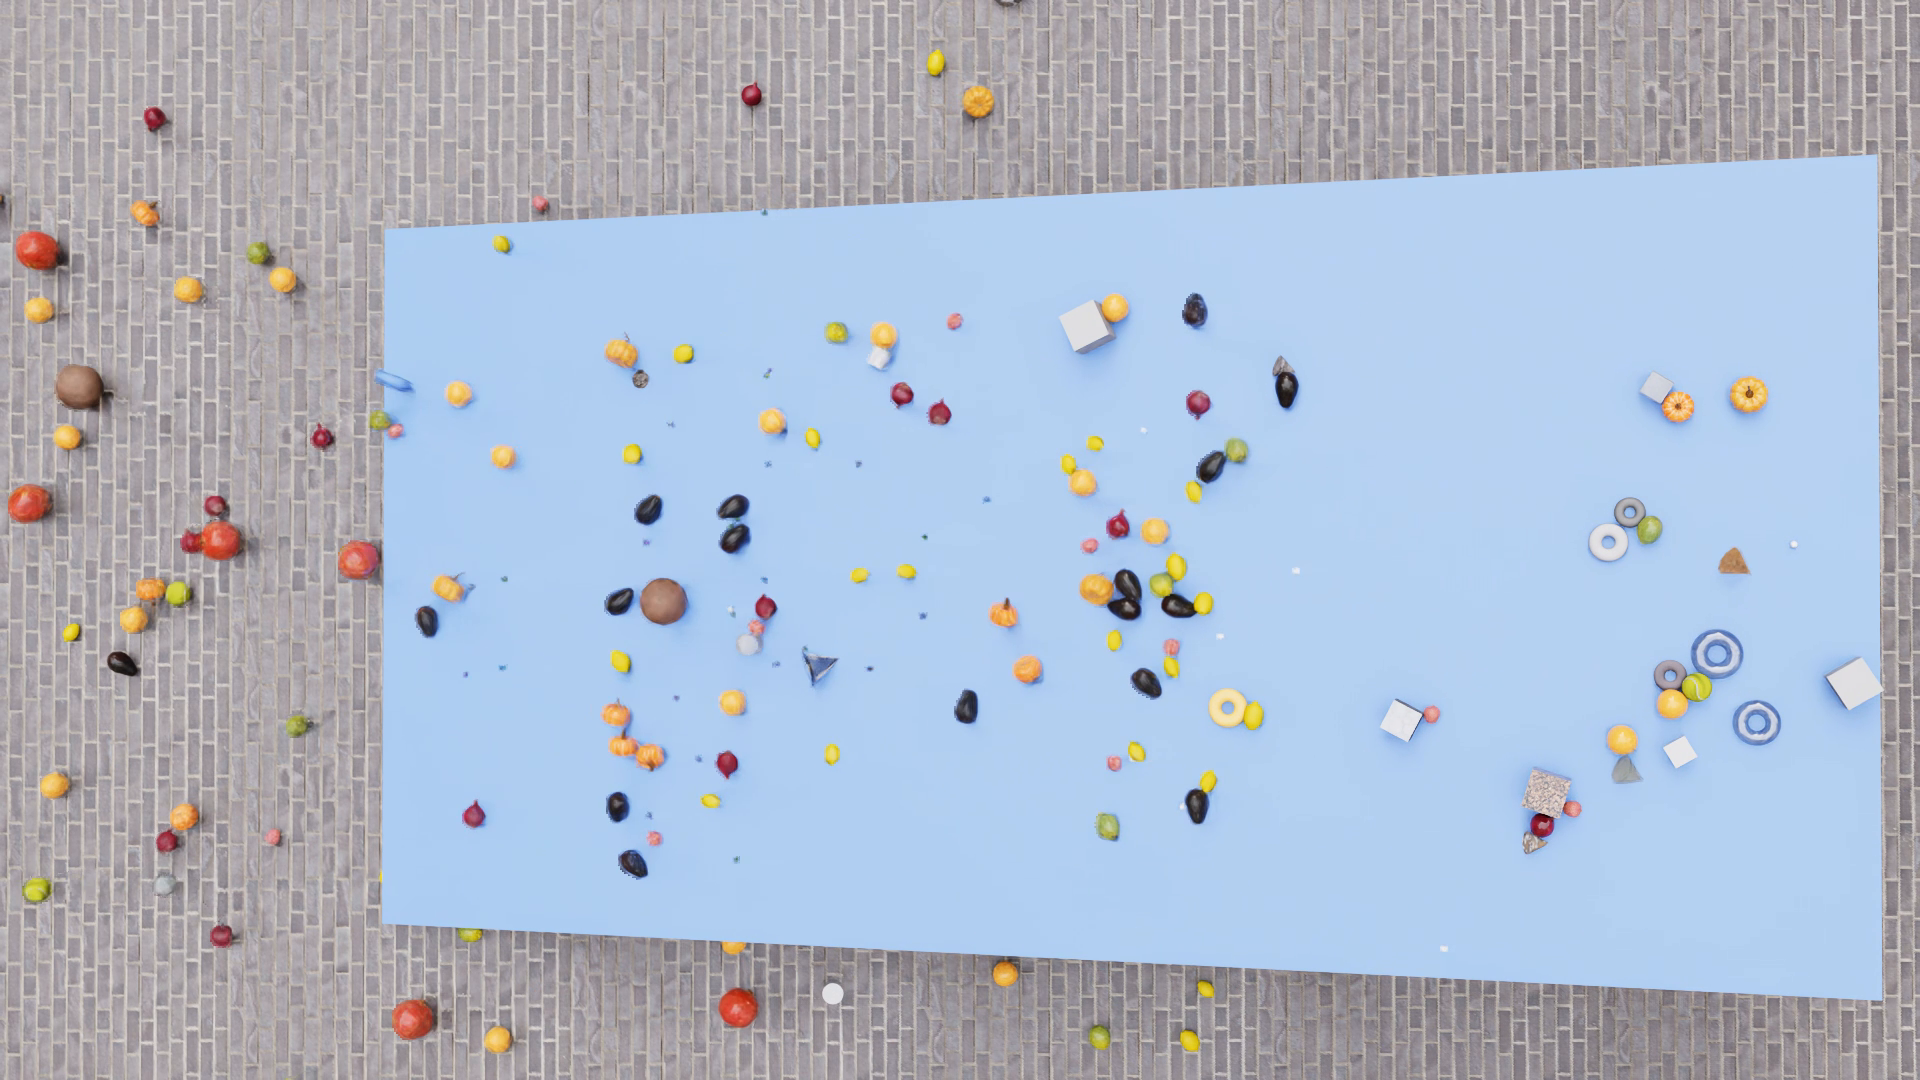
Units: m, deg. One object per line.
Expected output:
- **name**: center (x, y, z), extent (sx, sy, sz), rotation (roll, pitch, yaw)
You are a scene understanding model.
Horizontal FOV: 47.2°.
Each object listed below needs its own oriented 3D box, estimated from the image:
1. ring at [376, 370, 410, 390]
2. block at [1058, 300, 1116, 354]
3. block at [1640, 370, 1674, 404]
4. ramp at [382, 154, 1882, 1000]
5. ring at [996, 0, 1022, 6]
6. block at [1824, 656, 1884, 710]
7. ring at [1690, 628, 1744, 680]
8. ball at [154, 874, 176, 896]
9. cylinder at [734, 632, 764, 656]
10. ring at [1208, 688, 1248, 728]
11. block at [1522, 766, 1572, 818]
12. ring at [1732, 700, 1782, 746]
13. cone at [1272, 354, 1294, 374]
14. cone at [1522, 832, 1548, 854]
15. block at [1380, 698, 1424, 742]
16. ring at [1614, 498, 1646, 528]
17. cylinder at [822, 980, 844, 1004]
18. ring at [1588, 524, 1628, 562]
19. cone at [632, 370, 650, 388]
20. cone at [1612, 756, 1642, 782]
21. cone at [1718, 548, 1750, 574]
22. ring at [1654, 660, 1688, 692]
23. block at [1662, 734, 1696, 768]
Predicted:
- **ring**: center (-1.618, -0.455, 6.276), extent (0.102, 0.102, 0.034), rotation (23, 88, 0)
- **block**: center (0.332, -0.551, 5.702), extent (0.100, 0.100, 0.100), rotation (-26, 82, 15)
- **block**: center (1.686, -0.368, 5.320), extent (0.058, 0.058, 0.058), rotation (34, 98, 14)
- **ramp**: center (0.271, 0.095, 5.815), extent (4.000, 0.100, 2.000), rotation (0, 89, 17)
- **ring**: center (0.142, -1.613, 6.439), extent (0.105, 0.035, 0.105), rotation (0, 89, 1)
- **block**: center (2.101, 0.336, 5.170), extent (0.090, 0.090, 0.090), rotation (-33, 80, 13)
- **ring**: center (1.818, 0.274, 5.281), extent (0.123, 0.041, 0.123), rotation (0, 91, 17)
- **ball**: center (-2.309, 1.003, 6.387), extent (0.062, 0.062, 0.062), rotation (0, 89, 0)
- **cylinder**: center (-0.574, 0.283, 5.979), extent (0.060, 0.060, 0.060), rotation (0, 89, 17)
- **ring**: center (0.685, 0.429, 5.618), extent (0.101, 0.034, 0.101), rotation (0, 90, 15)
- **block**: center (1.430, 0.615, 5.363), extent (0.094, 0.094, 0.094), rotation (18, 94, 16)
- **ring**: center (1.904, 0.437, 5.255), extent (0.111, 0.037, 0.111), rotation (0, 90, 18)
- **cone**: center (0.831, -0.434, 5.592), extent (0.055, 0.055, 0.055), rotation (27, 89, -22)
- **cone**: center (1.420, 0.744, 5.399), extent (0.058, 0.058, 0.058), rotation (3, 89, -10)
- **block**: center (1.101, 0.448, 5.472), extent (0.077, 0.077, 0.077), rotation (28, 97, 15)
- **ring**: center (1.630, -0.067, 5.350), extent (0.075, 0.025, 0.075), rotation (-1, 88, 17)
- **cylinder**: center (-0.367, 1.311, 6.383), extent (0.060, 0.060, 0.060), rotation (0, 89, 0)
- **ring**: center (1.581, 0.006, 5.360), extent (0.094, 0.031, 0.094), rotation (0, 90, 16)
- **cone**: center (-0.895, -0.447, 6.090), extent (0.051, 0.051, 0.051), rotation (0, 89, 17)
- **cone**: center (1.632, 0.569, 5.337), extent (0.067, 0.067, 0.067), rotation (26, 89, -12)
- **cone**: center (1.871, 0.067, 5.273), extent (0.069, 0.069, 0.069), rotation (30, 89, -12)
- **ring**: center (1.718, 0.329, 5.317), extent (0.078, 0.026, 0.078), rotation (0, 91, 17)
- **block**: center (1.733, 0.509, 5.294), extent (0.057, 0.057, 0.057), rotation (-32, 81, 14)
